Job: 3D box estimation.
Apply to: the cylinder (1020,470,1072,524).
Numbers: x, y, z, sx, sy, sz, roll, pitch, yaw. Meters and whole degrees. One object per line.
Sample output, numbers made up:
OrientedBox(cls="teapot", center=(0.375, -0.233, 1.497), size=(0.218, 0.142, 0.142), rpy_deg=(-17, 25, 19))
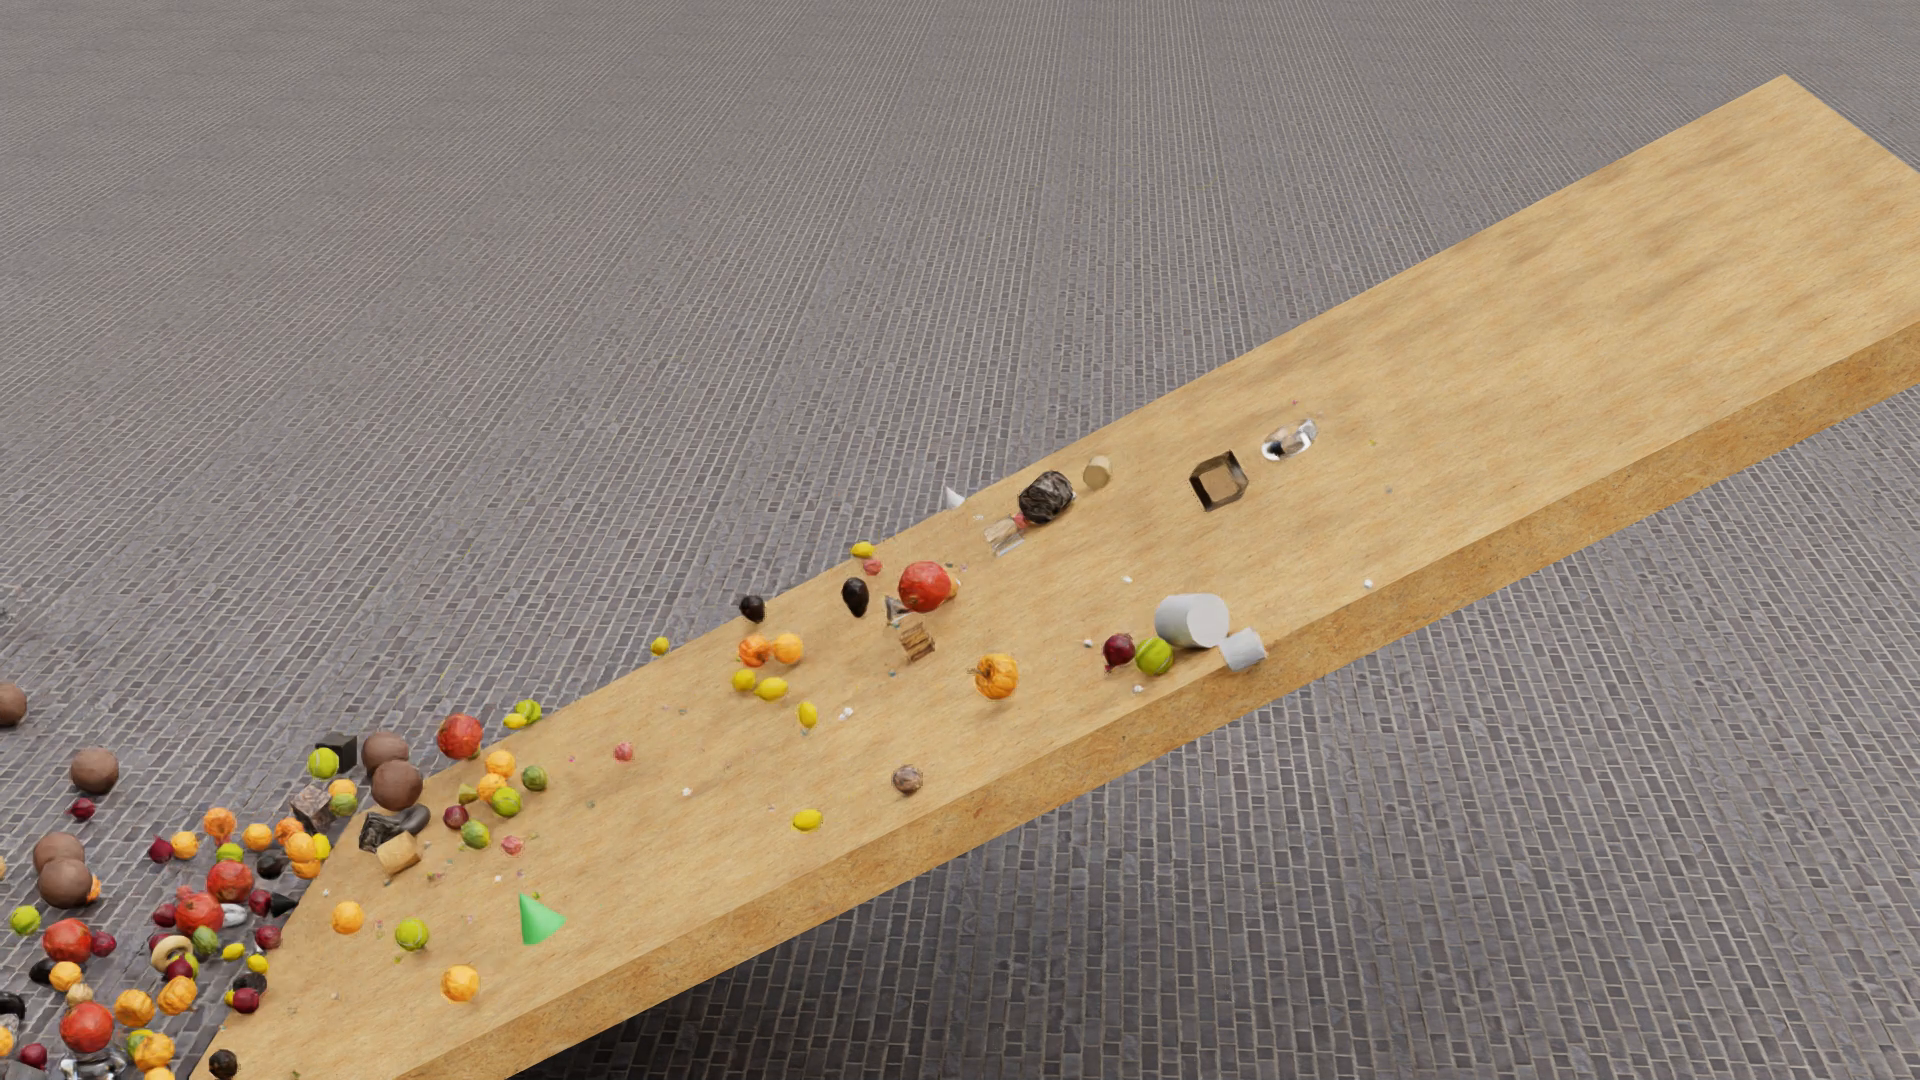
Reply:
OrientedBox(cls="cylinder", center=(0.195, -0.098, 6.683), size=(0.092, 0.092, 0.092), rpy_deg=(9, 30, 26))

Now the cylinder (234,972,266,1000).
OrientedBox(cls="cylinder", center=(-1.578, 0.991, 6.537), size=(0.053, 0.053, 0.053), rpy_deg=(-22, 1, 39))

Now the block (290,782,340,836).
OrientedBox(cls="block", center=(-1.688, 0.704, 7.700), size=(0.083, 0.083, 0.083), rpy_deg=(31, 58, 29))

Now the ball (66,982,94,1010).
OrientedBox(cls="ball", center=(-2.026, 1.050, 6.767), size=(0.062, 0.062, 0.062), rpy_deg=(0, 18, 0))

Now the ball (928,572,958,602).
OrientedBox(cls="ball", center=(-0.036, 0.104, 6.516), size=(0.065, 0.065, 0.065), rpy_deg=(0, 18, 0))

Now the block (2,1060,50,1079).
OrientedBox(cls="block", center=(-2.000, 1.178, 6.255), size=(0.087, 0.087, 0.087), rpy_deg=(25, 22, -14))

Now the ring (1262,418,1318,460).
OrientedBox(cls="ring", center=(0.694, -0.210, 6.185), size=(0.129, 0.043, 0.129), rpy_deg=(-28, 16, 8))

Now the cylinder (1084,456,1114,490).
OrientedBox(cls="cylinder", center=(0.315, -0.155, 6.714), size=(0.059, 0.059, 0.059), rpy_deg=(4, 24, 12))

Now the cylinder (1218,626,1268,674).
OrientedBox(cls="cylinder", center=(0.499, 0.193, 5.189), size=(0.063, 0.063, 0.063), rpy_deg=(-28, 14, 12))

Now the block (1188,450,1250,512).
OrientedBox(cls="block", center=(0.539, -0.122, 6.111), size=(0.082, 0.082, 0.082), rpy_deg=(-23, 16, 27))

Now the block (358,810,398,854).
OrientedBox(cls="block", center=(-1.391, 0.704, 7.036), size=(0.074, 0.074, 0.074), rpy_deg=(19, 10, -15))

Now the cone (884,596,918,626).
OrientedBox(cls="cone", center=(-0.129, 0.157, 6.589), size=(0.072, 0.072, 0.072), rpy_deg=(-4, 18, -6))

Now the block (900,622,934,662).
OrientedBox(cls="block", center=(-0.091, 0.217, 6.259), size=(0.055, 0.055, 0.055), rpy_deg=(-28, 14, 7))

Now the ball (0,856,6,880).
OrientedBox(cls="ball", center=(-2.451, 0.826, 7.409), size=(0.092, 0.092, 0.092), rpy_deg=(0, 18, 0))

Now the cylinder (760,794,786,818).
OrientedBox(cls="cylinder", center=(-0.371, 0.536, 5.837), size=(0.050, 0.050, 0.050), rpy_deg=(-5, 14, 1))

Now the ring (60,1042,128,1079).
OrientedBox(cls="ring", center=(-1.909, 1.150, 6.480), size=(0.145, 0.048, 0.145), rpy_deg=(0, 17, 0))

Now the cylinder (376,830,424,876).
OrientedBox(cls="cylinder", center=(-1.310, 0.732, 6.875), size=(0.079, 0.079, 0.079), rpy_deg=(-30, 21, -1))

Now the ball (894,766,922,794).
OrientedBox(cls="ball", center=(-0.099, 0.447, 5.491), size=(0.052, 0.052, 0.052), rpy_deg=(0, 18, 0))

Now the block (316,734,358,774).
OrientedBox(cls="block", center=(-1.727, 0.591, 8.151), size=(0.081, 0.081, 0.081), rpy_deg=(5, 19, 16))

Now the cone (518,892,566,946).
OrientedBox(cls="cone", center=(-0.858, 0.744, 5.892), size=(0.099, 0.099, 0.099), rpy_deg=(-28, 14, 8))

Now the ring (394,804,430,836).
OrientedBox(cls="ring", center=(-1.349, 0.693, 7.158), size=(0.132, 0.044, 0.132), rpy_deg=(-28, 18, 10))

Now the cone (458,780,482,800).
OrientedBox(cls="cone", center=(-1.176, 0.617, 7.114), size=(0.056, 0.056, 0.056), rpy_deg=(24, 25, 16))

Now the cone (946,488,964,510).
OrientedBox(cls="cone", center=(-0.023, -0.109, 7.246), size=(0.054, 0.054, 0.054), rpy_deg=(-28, 14, 8))

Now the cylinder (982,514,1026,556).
OrientedBox(cls="cylinder", center=(0.098, -0.010, 6.626), size=(0.072, 0.072, 0.072), rpy_deg=(-30, 21, -1))

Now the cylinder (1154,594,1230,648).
OrientedBox(cls="cylinder", center=(0.424, 0.147, 5.373), size=(0.097, 0.097, 0.097), rpy_deg=(-12, 5, -33))

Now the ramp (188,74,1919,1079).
OrientedBox(cls="ramp", center=(0.142, 0.167, 6.283), size=(4.000, 0.100, 2.000), rpy_deg=(-27, 14, 11))

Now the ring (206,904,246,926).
OrientedBox(cls="ring", center=(-1.800, 0.920, 7.211), size=(0.100, 0.033, 0.100), rpy_deg=(4, 14, -1))

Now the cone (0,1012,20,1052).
OrientedBox(cls="cone", center=(-2.132, 1.119, 6.597), size=(0.082, 0.082, 0.082), rpy_deg=(-15, 50, -39))
